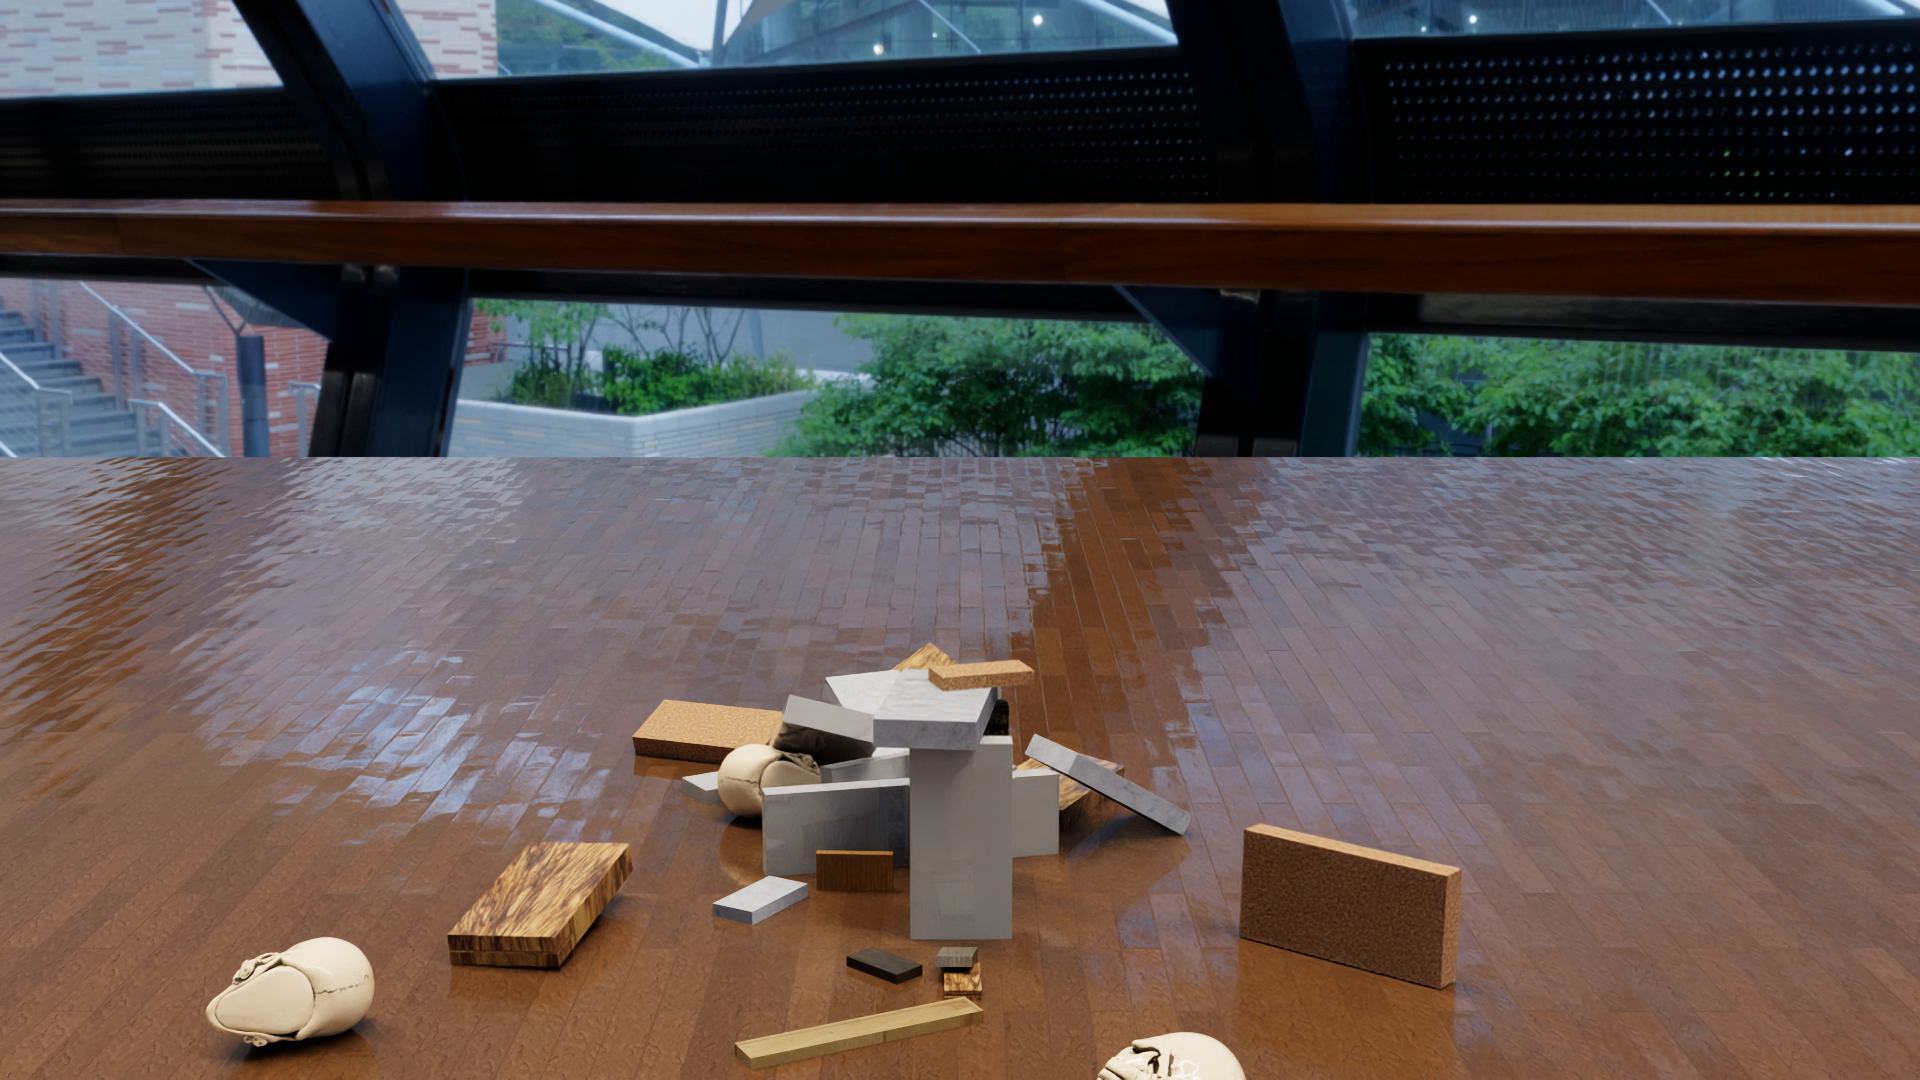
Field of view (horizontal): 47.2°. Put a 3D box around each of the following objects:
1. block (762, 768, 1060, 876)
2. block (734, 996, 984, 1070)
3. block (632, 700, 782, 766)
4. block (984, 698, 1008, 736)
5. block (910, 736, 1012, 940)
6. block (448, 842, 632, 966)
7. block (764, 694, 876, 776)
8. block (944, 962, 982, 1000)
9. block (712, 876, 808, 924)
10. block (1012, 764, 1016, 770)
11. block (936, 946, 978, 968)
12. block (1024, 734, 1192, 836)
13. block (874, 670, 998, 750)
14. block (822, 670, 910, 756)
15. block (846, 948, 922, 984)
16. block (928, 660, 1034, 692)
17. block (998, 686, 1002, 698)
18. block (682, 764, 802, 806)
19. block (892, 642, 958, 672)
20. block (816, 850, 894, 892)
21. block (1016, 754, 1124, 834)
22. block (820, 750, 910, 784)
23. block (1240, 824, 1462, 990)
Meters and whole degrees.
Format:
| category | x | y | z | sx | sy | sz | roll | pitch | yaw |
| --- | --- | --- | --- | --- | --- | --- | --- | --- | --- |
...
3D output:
| category | x | y | z | sx | sy | sz | roll | pitch | yaw |
| --- | --- | --- | --- | --- | --- | --- | --- | --- | --- |
| block | -0.083 | 0.488 | 3.818 | 0.518 | 0.145 | 0.041 | -3 | 11 | -13 |
| block | -0.139 | 0.690 | 3.085 | 0.357 | 0.017 | 0.059 | -5 | 12 | -27 |
| block | -0.505 | 0.394 | 4.493 | 0.291 | 0.041 | 0.145 | 4 | 29 | 21 |
| block | -0.001 | 0.427 | 3.670 | 0.160 | 0.319 | 0.045 | -1 | 11 | -5 |
| block | 0.001 | 0.468 | 3.451 | 0.160 | 0.320 | 0.045 | 0 | 11 | -1 |
| block | -0.662 | 0.575 | 3.499 | 0.174 | 0.049 | 0.347 | -1 | 16 | 11 |
| block | -0.255 | 0.373 | 4.065 | 0.174 | 0.049 | 0.446 | 14 | -17 | -5 |
| block | 0.004 | 0.656 | 3.270 | 0.054 | 0.015 | 0.109 | 0 | 11 | -1 |
| block | -0.326 | 0.590 | 3.608 | 0.078 | 0.022 | 0.157 | 6 | 12 | 30 |
| block | 0.069 | 0.470 | 3.965 | 0.064 | 0.128 | 0.018 | -3 | 11 | -16 |
| block | -0.005 | 0.631 | 3.331 | 0.054 | 0.015 | 0.109 | 0 | -3 | 5 |
| block | 0.268 | 0.441 | 3.961 | 0.291 | 0.041 | 0.145 | 30 | -6 | -30 |
| block | -0.035 | 0.269 | 3.522 | 0.160 | 0.045 | 0.319 | 1 | 11 | 7 |
| block | -0.131 | 0.382 | 4.304 | 0.158 | 0.045 | 0.360 | -5 | 34 | -24 |
| block | -0.115 | 0.645 | 3.333 | 0.109 | 0.015 | 0.054 | 10 | 14 | 43 |
| block | 0.035 | 0.221 | 3.595 | 0.157 | 0.022 | 0.078 | -3 | 11 | -18 |
| block | 0.003 | 0.392 | 3.967 | 0.140 | 0.281 | 0.040 | -3 | 10 | -16 |
| block | -0.421 | 0.468 | 4.244 | 0.204 | 0.029 | 0.102 | -7 | 13 | -33 |
| block | -0.104 | 0.338 | 4.487 | 0.158 | 0.045 | 0.316 | 35 | 43 | 21 |
| block | -0.176 | 0.554 | 3.685 | 0.128 | 0.064 | 0.018 | 1 | 11 | 3 |
| block | 0.178 | 0.468 | 4.148 | 0.158 | 0.045 | 0.316 | 13 | 15 | 23 |
| block | -0.117 | 0.459 | 3.981 | 0.281 | 0.140 | 0.040 | -7 | 6 | -33 |
| block | 0.593 | 0.557 | 3.367 | 0.347 | 0.174 | 0.049 | 8 | 11 | 38 |
